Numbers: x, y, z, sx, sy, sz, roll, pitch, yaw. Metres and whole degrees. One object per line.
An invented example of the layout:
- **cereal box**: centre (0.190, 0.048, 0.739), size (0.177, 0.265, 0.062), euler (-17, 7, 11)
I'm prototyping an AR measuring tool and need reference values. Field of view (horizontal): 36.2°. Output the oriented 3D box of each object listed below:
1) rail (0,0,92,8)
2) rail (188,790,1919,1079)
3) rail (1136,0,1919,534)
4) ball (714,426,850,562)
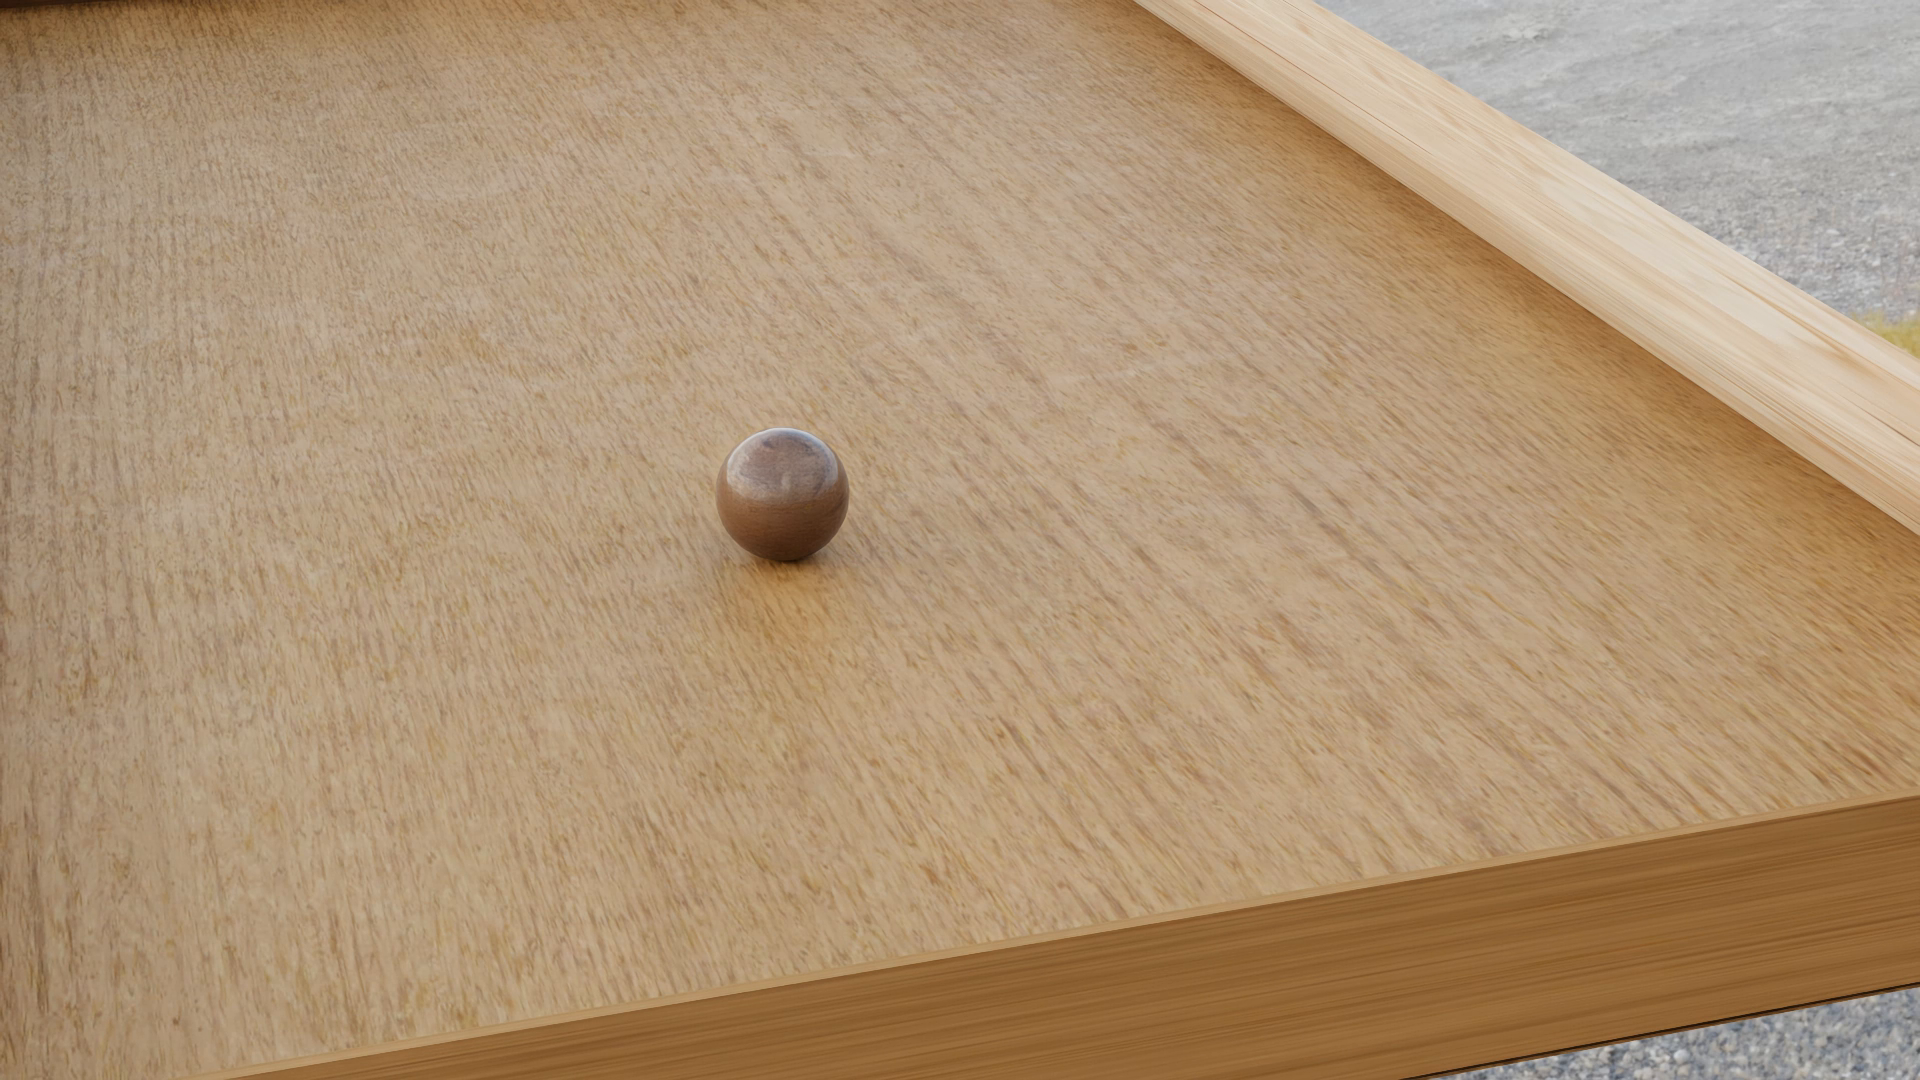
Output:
- **rail**: centre (-0.568, -0.783, 3.750), size (1.427, 0.127, 0.045), euler (-7, 25, -16)
- **rail**: centre (0.185, 0.225, 1.535), size (1.427, 0.127, 0.045), euler (-7, 25, -16)
- **rail**: centre (0.467, -0.364, 2.828), size (0.045, 0.127, 2.594), euler (-7, 25, -16)
- **ball**: centre (-0.129, -0.034, 2.141), size (0.098, 0.098, 0.098), euler (0, 24, 0)
